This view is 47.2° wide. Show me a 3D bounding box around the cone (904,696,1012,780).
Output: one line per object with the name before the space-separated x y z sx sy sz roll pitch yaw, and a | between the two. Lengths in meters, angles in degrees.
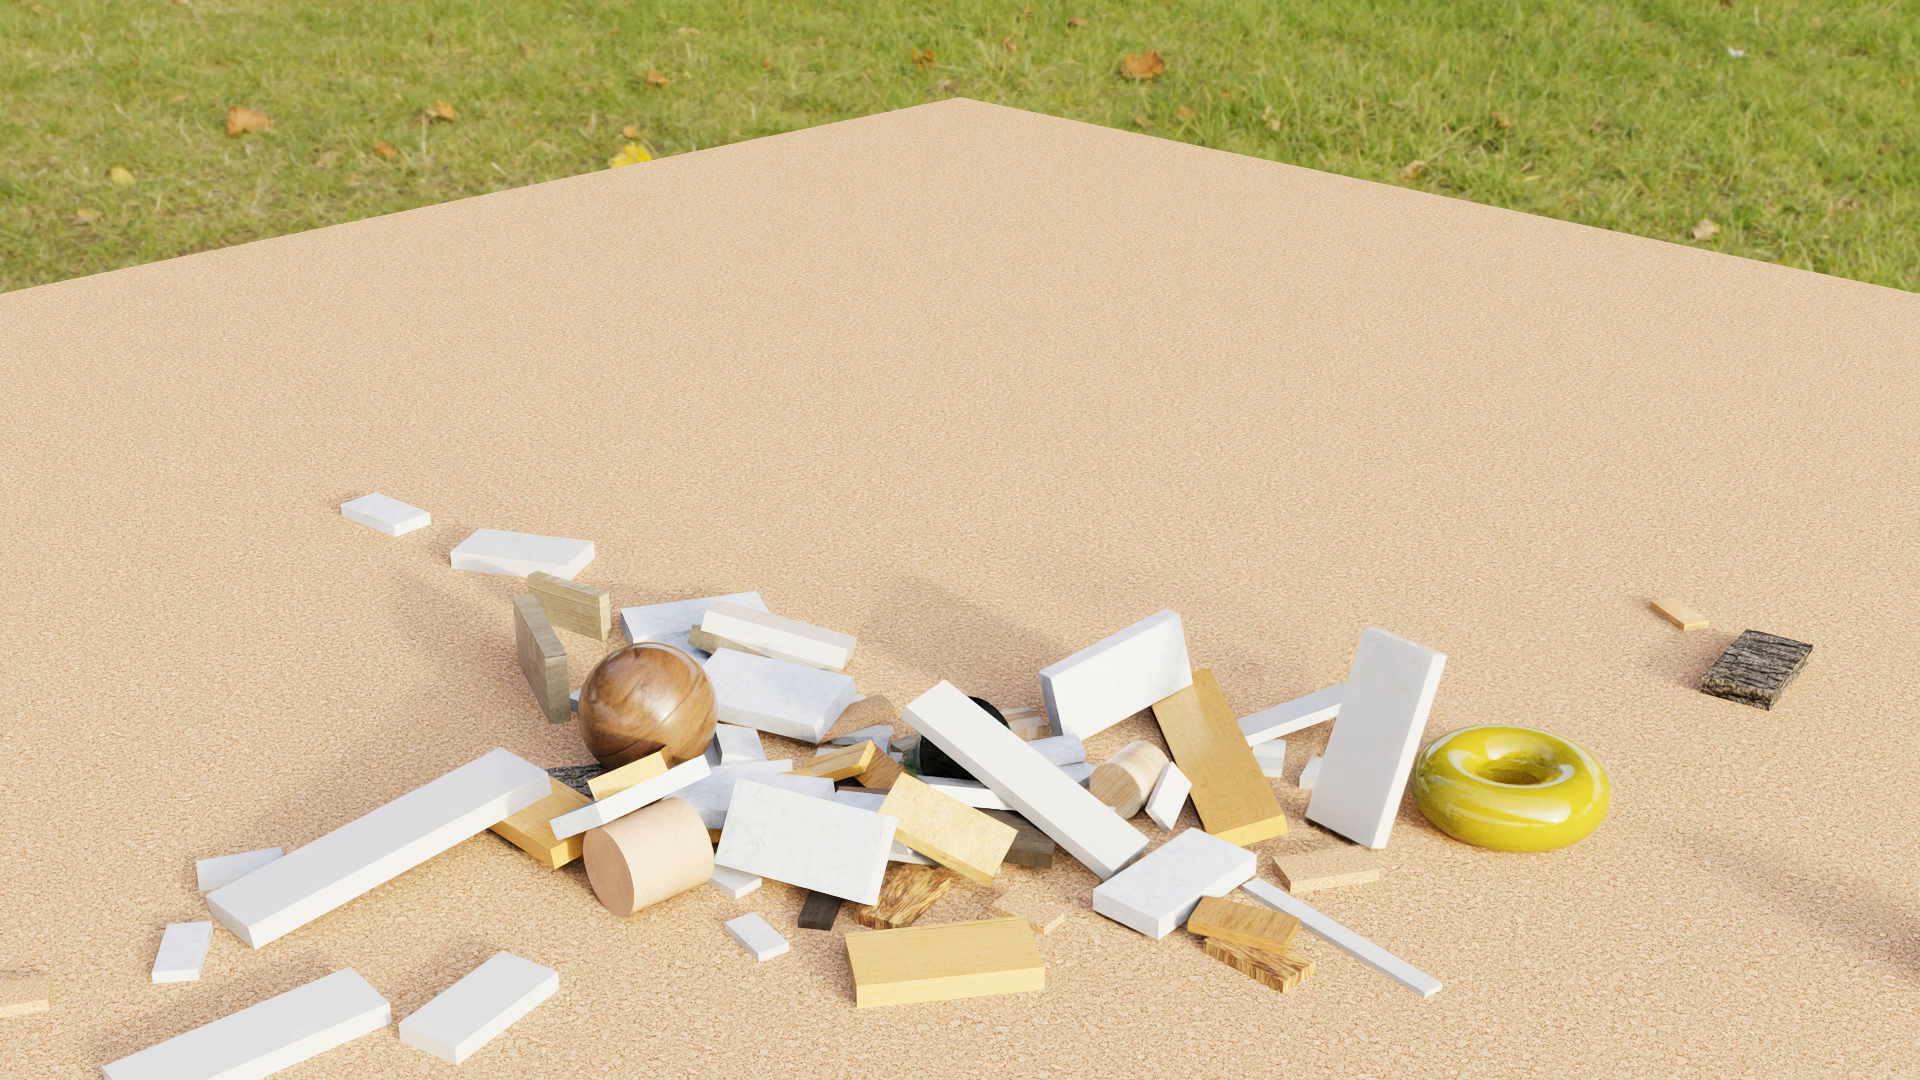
cone | -0.051 0.454 4.553 0.242 0.242 0.242 -18 2 -36

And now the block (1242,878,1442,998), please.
block | 0.693 0.725 4.035 0.045 0.013 0.451 -17 28 -35

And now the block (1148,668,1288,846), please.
block | 0.525 0.449 4.598 0.153 0.043 0.652 -16 24 -1

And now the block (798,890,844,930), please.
block | -0.259 0.687 4.118 0.063 0.018 0.125 4 23 9

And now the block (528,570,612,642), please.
block | -0.932 0.157 5.244 0.230 0.115 0.033 15 27 31

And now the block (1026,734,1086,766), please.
block | 0.162 0.450 4.618 0.190 0.027 0.095 -10 16 -4

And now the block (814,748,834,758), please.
block | -0.283 0.470 4.634 0.050 0.014 0.101 3 23 7

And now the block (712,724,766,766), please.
block | -0.466 0.435 4.623 0.093 0.026 0.186 9 13 -15

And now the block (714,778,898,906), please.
block | -0.292 0.568 4.152 0.334 0.167 0.047 10 -9 27

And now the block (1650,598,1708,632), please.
block | 1.738 0.180 5.312 0.067 0.019 0.140 -7 24 -16

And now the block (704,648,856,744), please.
block | -0.418 0.335 4.775 0.346 0.049 0.173 11 39 26

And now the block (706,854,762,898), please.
block | -0.449 0.644 4.218 0.131 0.018 0.065 20 30 39

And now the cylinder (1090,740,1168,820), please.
cylinder | 0.347 0.486 4.462 0.120 0.120 0.120 16 28 32

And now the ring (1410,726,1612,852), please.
ring | 1.106 0.496 4.428 0.396 0.132 0.396 -1 22 0

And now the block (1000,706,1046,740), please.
block | 0.081 0.409 4.763 0.190 0.027 0.095 -9 25 -21

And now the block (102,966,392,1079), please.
block | -1.196 0.850 3.706 0.443 0.041 0.145 -19 29 -37

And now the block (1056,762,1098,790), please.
block | 0.200 0.502 4.544 0.091 0.026 0.182 19 29 37

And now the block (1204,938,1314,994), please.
block | 0.538 0.750 3.959 0.091 0.026 0.182 -21 31 -40

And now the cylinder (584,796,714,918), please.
cylinder | -0.586 0.595 4.134 0.176 0.176 0.176 -18 29 -37

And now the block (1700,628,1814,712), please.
block | 1.819 0.293 5.014 0.153 0.043 0.307 16 28 33

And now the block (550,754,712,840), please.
block | -0.628 0.492 4.206 0.145 0.041 0.291 -23 -1 40

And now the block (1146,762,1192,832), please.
block | 0.419 0.516 4.414 0.019 0.067 0.134 -25 24 40

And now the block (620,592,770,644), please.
block | -0.627 0.197 5.236 0.334 0.047 0.167 -7 24 -17

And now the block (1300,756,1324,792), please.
block | 0.808 0.499 4.551 0.190 0.027 0.095 9 25 21

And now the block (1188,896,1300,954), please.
block | 0.517 0.701 4.010 0.182 0.026 0.091 10 25 23

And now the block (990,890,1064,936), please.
block | 0.125 0.695 4.100 0.125 0.018 0.063 17 28 35

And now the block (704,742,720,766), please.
block | -0.499 0.467 4.627 0.093 0.026 0.186 -17 28 -35

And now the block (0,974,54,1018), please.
block | -1.673 0.803 3.841 0.158 0.022 0.079 -7 24 -15

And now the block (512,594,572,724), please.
block | -0.938 0.264 4.926 0.047 0.167 0.334 -9 25 -21

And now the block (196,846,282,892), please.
block | -1.386 0.634 4.239 0.157 0.022 0.079 -8 24 -19

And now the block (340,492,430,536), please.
block | -1.537 -0.069 5.882 0.230 0.033 0.115 18 29 36

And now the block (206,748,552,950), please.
block | -1.104 0.581 4.223 0.650 0.049 0.173 -27 31 -36

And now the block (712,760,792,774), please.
block | -0.433 0.493 4.520 0.180 0.065 0.018 -5 -17 -11

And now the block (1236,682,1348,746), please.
block | 0.755 0.366 4.738 0.378 0.026 0.091 -18 19 -7

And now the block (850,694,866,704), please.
block | -0.204 0.370 4.870 0.101 0.014 0.050 16 28 34

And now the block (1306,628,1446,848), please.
block | 0.819 0.390 4.341 0.047 0.402 0.167 8 11 -46
